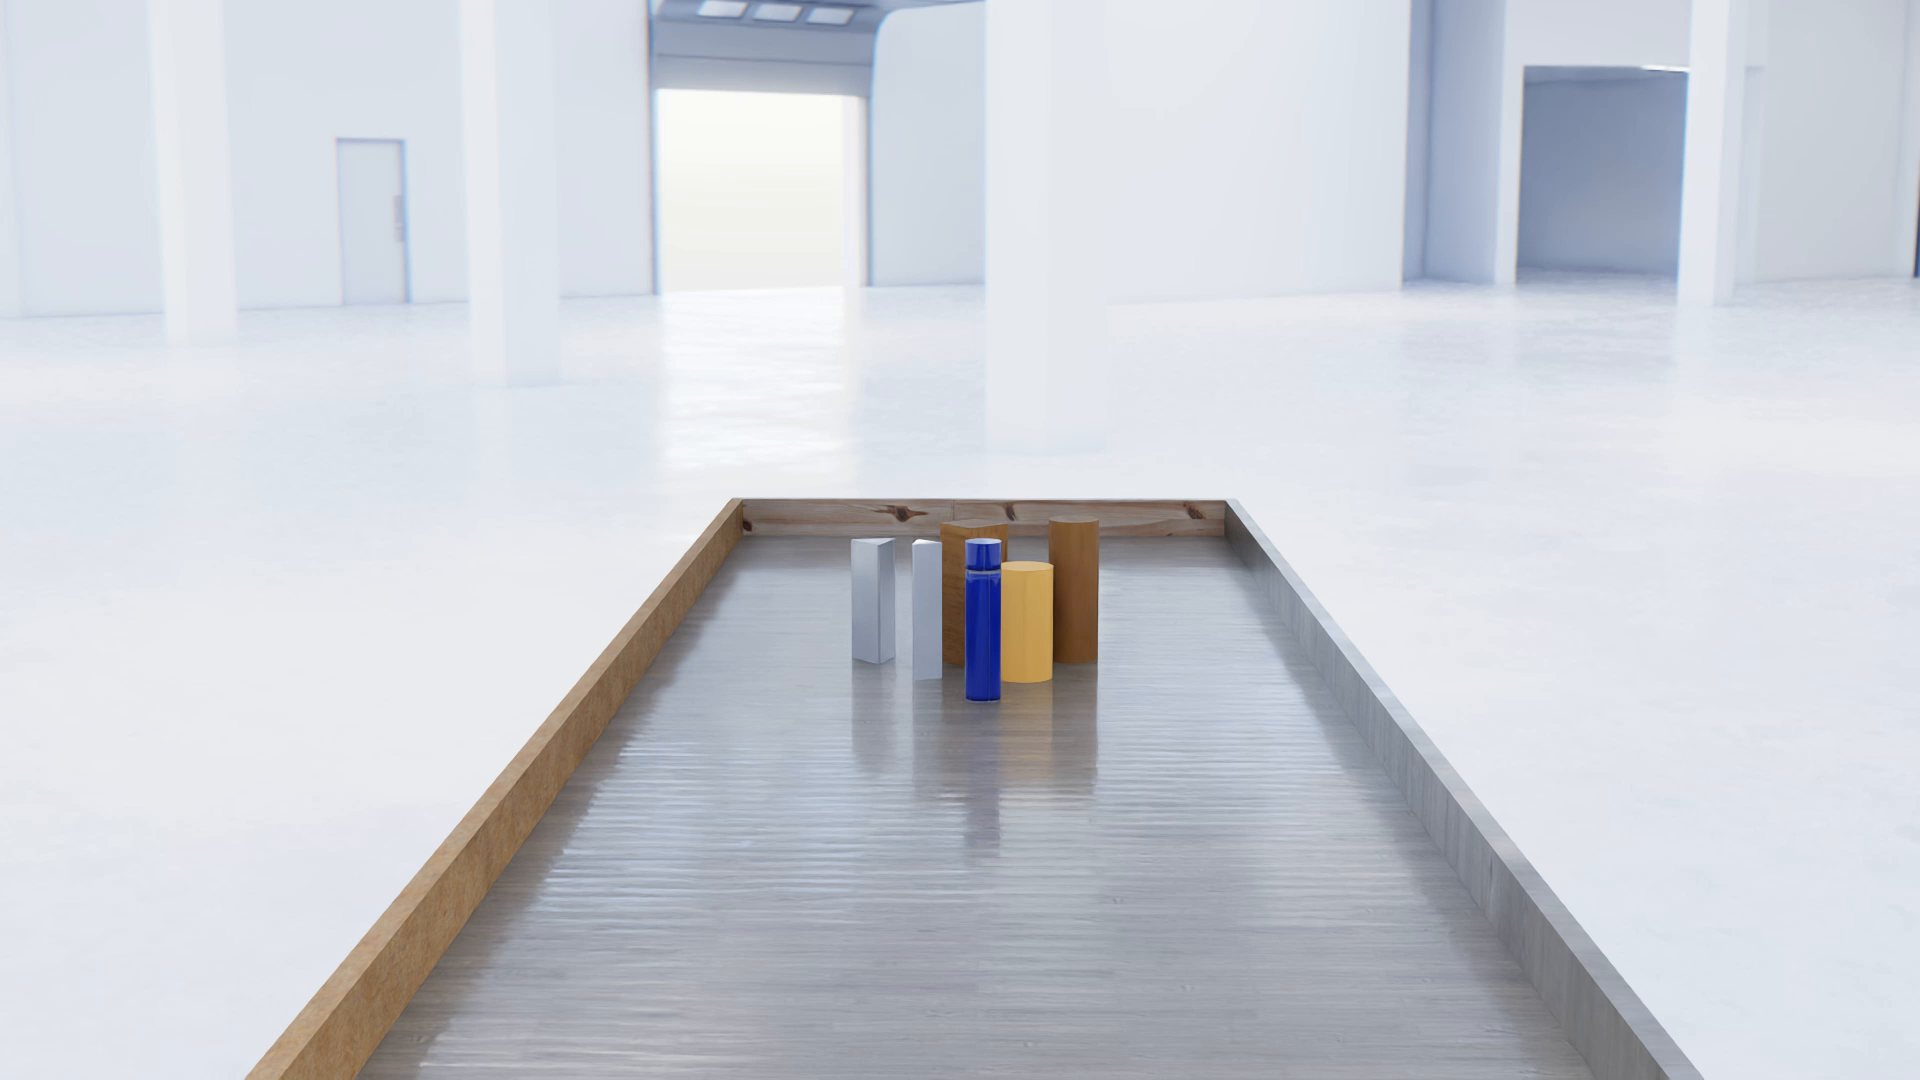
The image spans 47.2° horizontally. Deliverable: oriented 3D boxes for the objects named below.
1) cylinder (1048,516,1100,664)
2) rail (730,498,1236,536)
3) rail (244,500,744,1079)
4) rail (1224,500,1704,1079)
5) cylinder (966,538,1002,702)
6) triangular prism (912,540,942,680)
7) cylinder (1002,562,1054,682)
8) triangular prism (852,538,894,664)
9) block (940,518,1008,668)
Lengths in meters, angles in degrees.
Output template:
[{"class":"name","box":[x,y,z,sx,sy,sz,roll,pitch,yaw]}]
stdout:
[{"class":"cylinder","box":[0.345,0.149,6.693,0.153,0.431,0.153,0,9,0]},{"class":"rail","box":[0.099,-0.098,9.147,2.100,0.150,0.050,0,9,1]},{"class":"rail","box":[-1.004,0.839,3.234,0.050,0.150,12.000,0,9,1]},{"class":"rail","box":[1.046,0.843,3.208,0.050,0.150,12.000,0,9,1]},{"class":"cylinder","box":[0.065,0.225,6.153,0.101,0.450,0.101,0,9,0]},{"class":"triangular prism","box":[-0.108,0.203,6.444,0.091,0.402,0.079,-3,10,-21]},{"class":"cylinder","box":[0.188,0.239,6.449,0.169,0.330,0.169,0,9,0]},{"class":"triangular prism","box":[-0.244,0.181,6.701,0.114,0.366,0.132,-8,12,-41]},{"class":"block","box":[0.041,0.159,6.648,0.143,0.424,0.143,-7,12,-39]}]
